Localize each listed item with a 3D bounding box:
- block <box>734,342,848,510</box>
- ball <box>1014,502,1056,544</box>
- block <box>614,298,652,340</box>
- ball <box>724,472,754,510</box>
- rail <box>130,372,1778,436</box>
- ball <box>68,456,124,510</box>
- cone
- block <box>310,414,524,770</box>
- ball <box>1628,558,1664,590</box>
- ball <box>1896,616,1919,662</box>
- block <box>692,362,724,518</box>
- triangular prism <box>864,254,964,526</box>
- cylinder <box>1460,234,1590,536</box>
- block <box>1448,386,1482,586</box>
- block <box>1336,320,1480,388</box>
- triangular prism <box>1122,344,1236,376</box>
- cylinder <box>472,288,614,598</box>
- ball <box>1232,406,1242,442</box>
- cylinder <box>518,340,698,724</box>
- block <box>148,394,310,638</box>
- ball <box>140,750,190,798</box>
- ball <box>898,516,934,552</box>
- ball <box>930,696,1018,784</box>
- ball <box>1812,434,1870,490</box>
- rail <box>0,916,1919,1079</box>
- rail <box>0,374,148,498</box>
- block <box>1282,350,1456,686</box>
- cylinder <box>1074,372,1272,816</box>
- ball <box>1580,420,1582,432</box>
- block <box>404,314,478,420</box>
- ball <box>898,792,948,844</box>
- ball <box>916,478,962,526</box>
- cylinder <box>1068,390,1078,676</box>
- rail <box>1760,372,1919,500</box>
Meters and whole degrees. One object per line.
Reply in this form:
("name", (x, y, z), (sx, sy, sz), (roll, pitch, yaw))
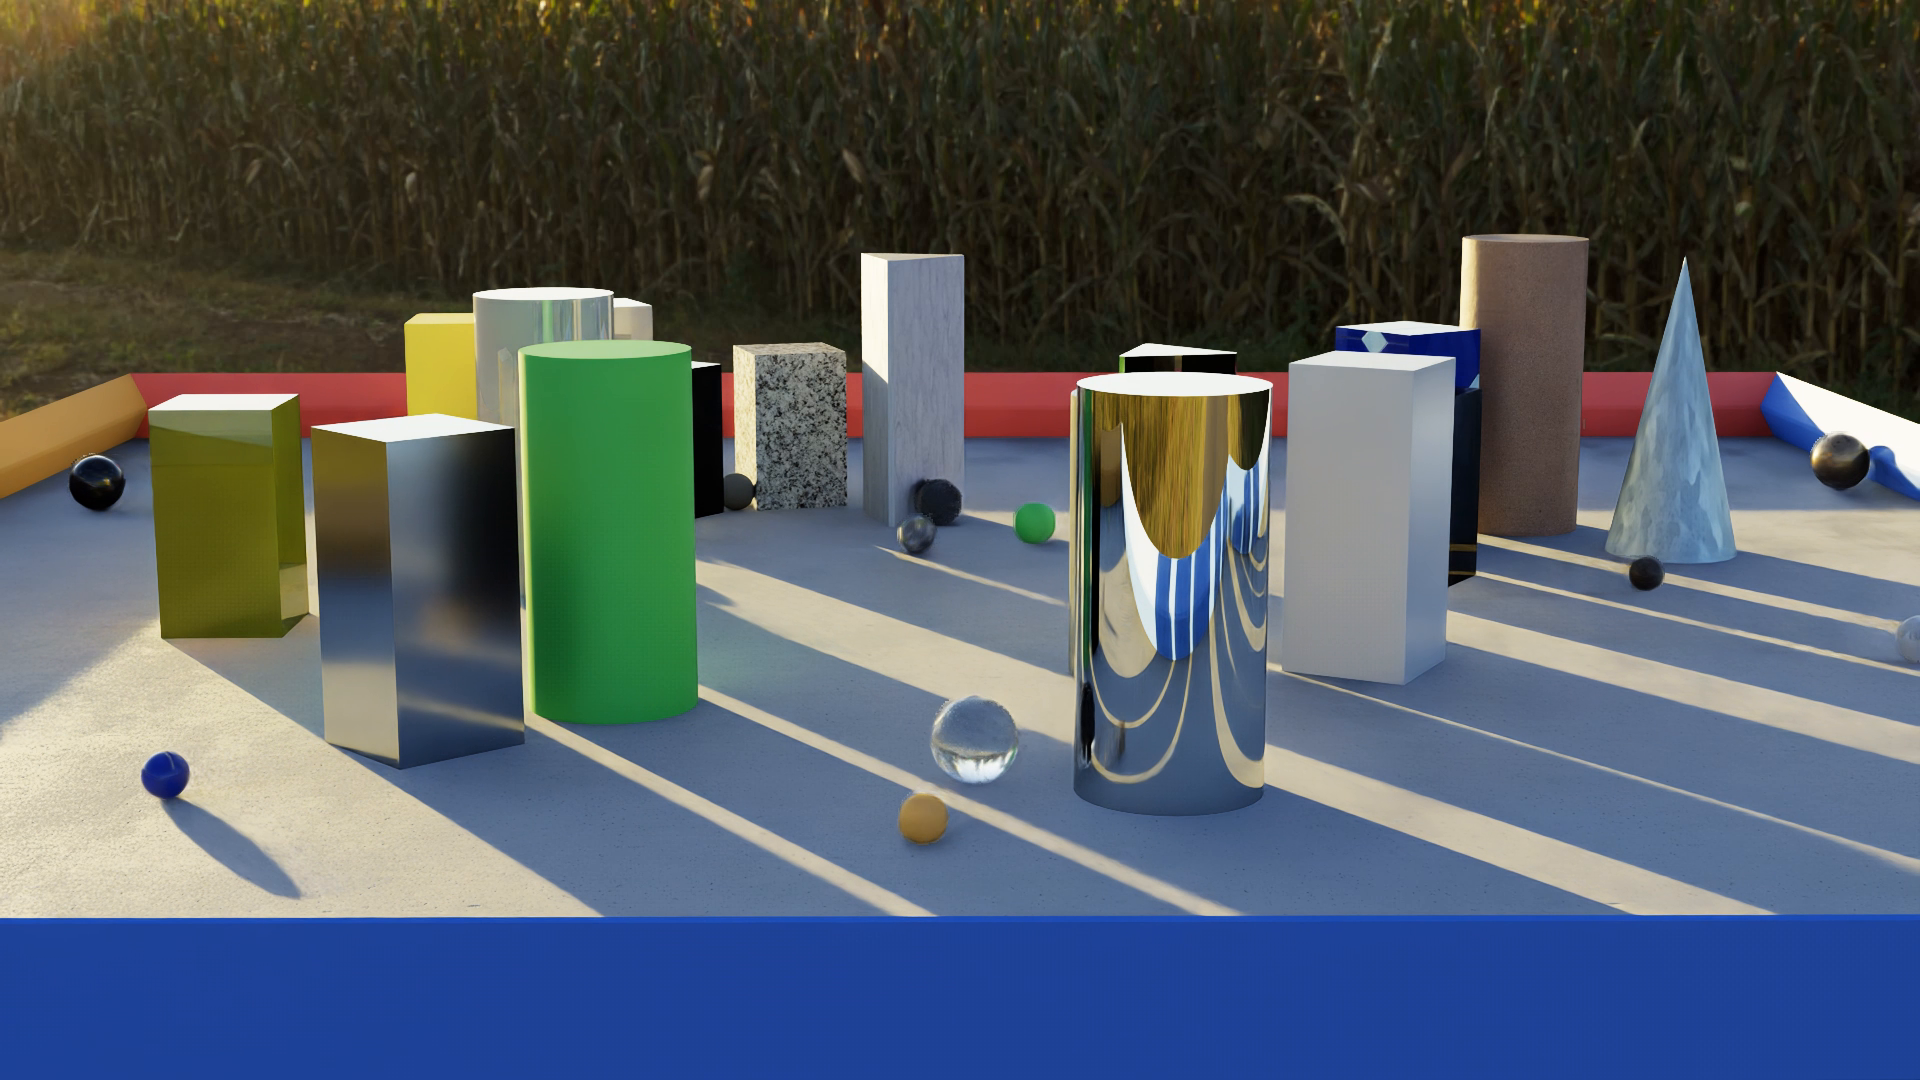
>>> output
("block", (-0.285, -0.193, 4.305), (0.155, 0.258, 0.155), (-3, 11, -18))
("ball", (0.116, -0.026, 3.939), (0.064, 0.064, 0.064), (0, 11, 0))
("block", (-0.627, -0.250, 4.440), (0.155, 0.320, 0.155), (-5, 11, -23))
("ball", (-0.370, -0.080, 4.234), (0.062, 0.062, 0.062), (0, 11, 0))
("rail", (-0.009, -0.263, 5.036), (3.245, 0.126, 0.045), (0, 11, 0))
("ball", (-1.427, -0.095, 4.241), (0.089, 0.089, 0.089), (0, 11, 0))
("cone", (1.075, -0.203, 3.841), (0.193, 0.447, 0.193), (0, 11, 0))
("block", (-0.581, 0.050, 2.755), (0.155, 0.346, 0.155), (-10, 14, -42))
("ball", (0.959, 0.048, 3.586), (0.047, 0.047, 0.047), (0, 11, 0))
("ball", (1.182, 0.122, 3.158), (0.058, 0.058, 0.058), (0, 11, 0))
("block", (-0.496, -0.162, 4.176), (0.155, 0.245, 0.155), (8, 13, 35))
("triangular prism", (-0.104, -0.249, 4.154), (0.145, 0.423, 0.167), (10, 14, 43))
("cylinder", (0.884, -0.247, 4.052), (0.193, 0.457, 0.193), (0, 11, 0))
("block", (0.637, -0.078, 3.652), (0.155, 0.271, 0.155), (7, 12, 32))
("block", (0.684, -0.162, 3.947), (0.155, 0.328, 0.155), (-8, 13, -35))
("triangular prism", (0.286, -0.106, 3.637), (0.167, 0.331, 0.145), (-3, 11, -13))
("cylinder", (-0.578, -0.140, 3.597), (0.193, 0.412, 0.193), (0, 11, 0))
("ball", (0.498, -0.224, 4.936), (0.088, 0.088, 0.088), (0, 11, 0))
("cylinder", (-0.399, -0.013, 2.921), (0.193, 0.410, 0.193), (0, 11, 0))
("block", (-0.950, -0.033, 3.343), (0.155, 0.295, 0.155), (0, 11, -1))
("ball", (-0.797, 0.235, 2.574), (0.048, 0.048, 0.048), (0, 11, 0))
("ball", (-0.066, -0.009, 3.873), (0.055, 0.055, 0.055), (0, 11, 0))
("ball", (0.014, 0.205, 2.622), (0.091, 0.091, 0.091), (0, 11, 0))
("ball", (1.524, -0.136, 4.440), (0.097, 0.097, 0.097), (0, 11, 0))
("rail", (0.009, 0.327, 1.862), (3.245, 0.126, 0.045), (0, 11, 0))
("rail", (-1.599, 0.034, 3.440), (0.045, 0.126, 3.276), (0, 11, 0))
("block", (0.496, -0.031, 3.114), (0.155, 0.375, 0.155), (6, 12, 28))
("cylinder", (0.212, 0.049, 2.572), (0.193, 0.415, 0.193), (0, 11, 0))
("ball", (1.178, -0.225, 4.998), (0.068, 0.068, 0.068), (0, 11, 0))
("block", (-0.737, -0.156, 3.843), (0.155, 0.353, 0.155), (-1, 11, -4))
("ball", (-0.035, 0.263, 2.426), (0.048, 0.048, 0.048), (0, 11, 0))
("ball", (-0.033, -0.061, 4.097), (0.074, 0.074, 0.074), (0, 11, 0))
("cylinder", (0.228, -0.008, 3.083), (0.193, 0.340, 0.193), (0, 11, 0))
("rail", (1.599, 0.031, 3.458), (0.045, 0.126, 3.276), (0, 11, 0))
